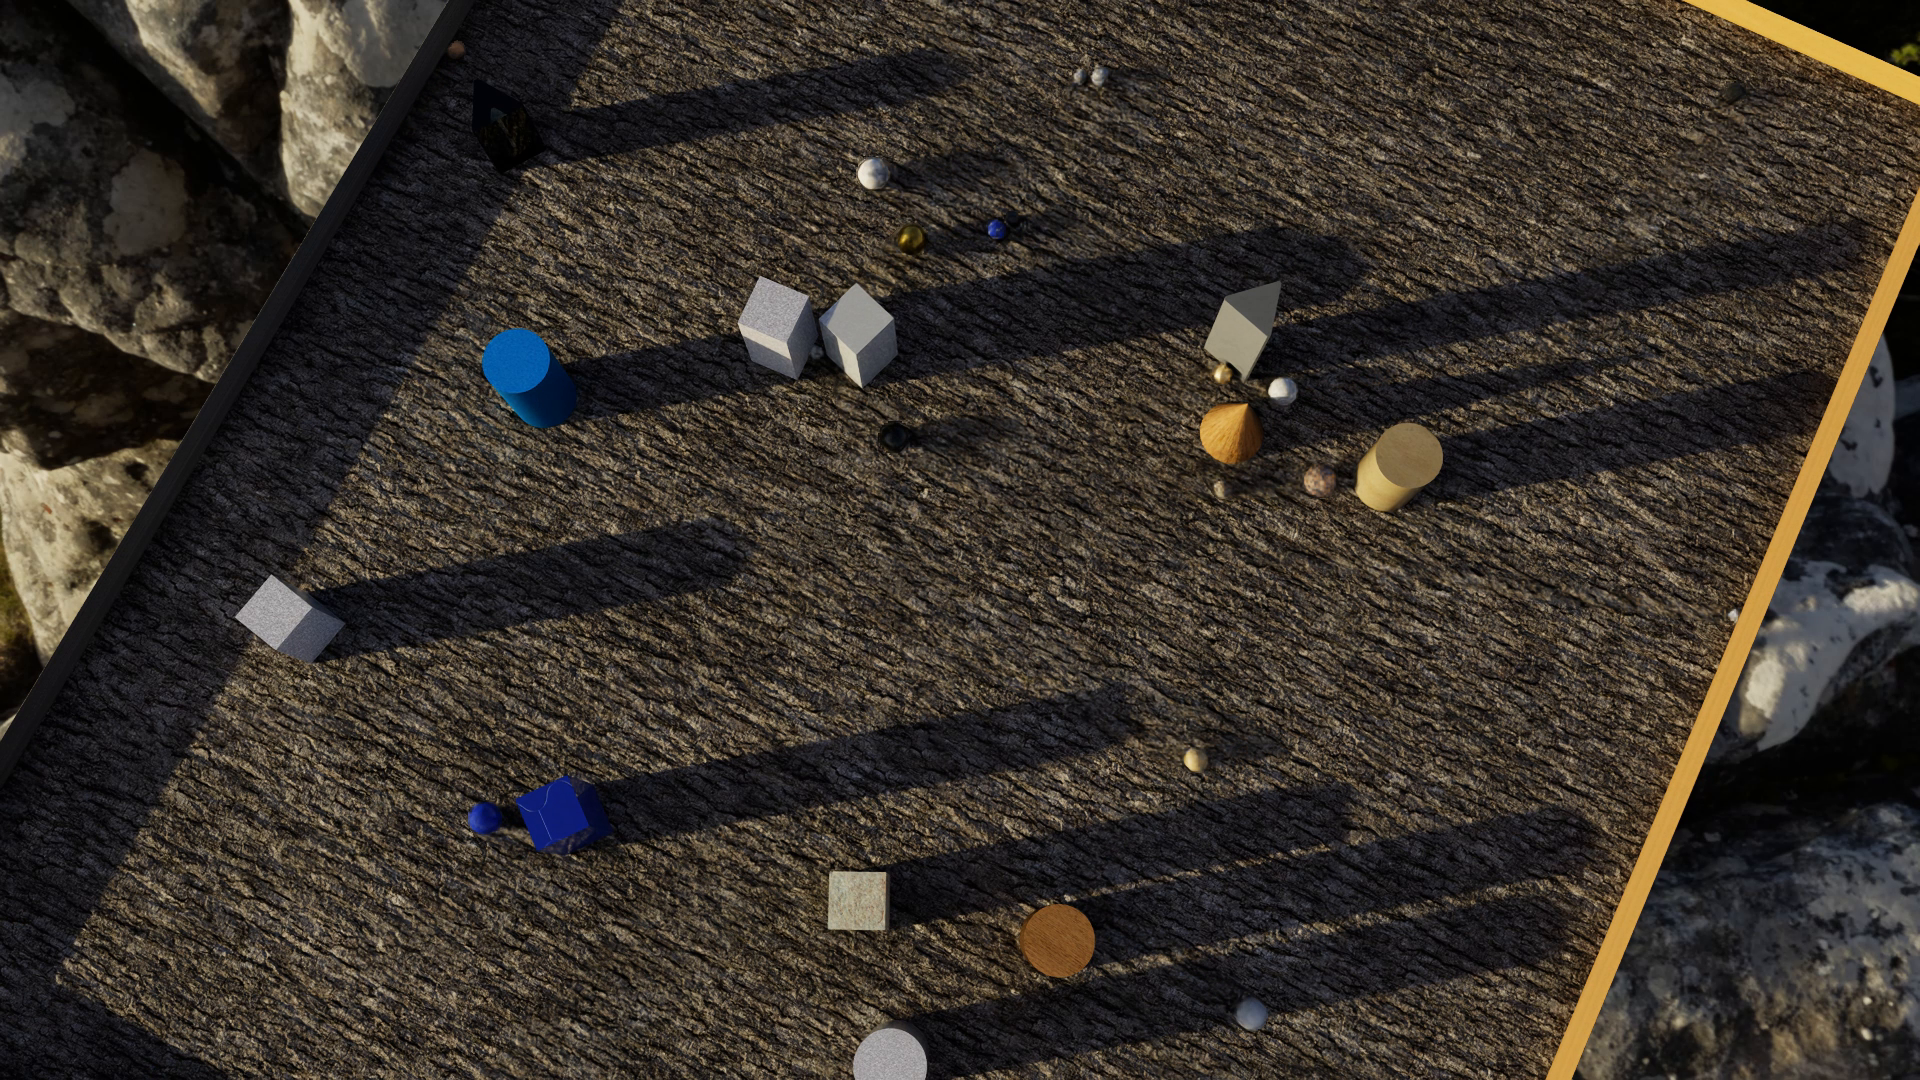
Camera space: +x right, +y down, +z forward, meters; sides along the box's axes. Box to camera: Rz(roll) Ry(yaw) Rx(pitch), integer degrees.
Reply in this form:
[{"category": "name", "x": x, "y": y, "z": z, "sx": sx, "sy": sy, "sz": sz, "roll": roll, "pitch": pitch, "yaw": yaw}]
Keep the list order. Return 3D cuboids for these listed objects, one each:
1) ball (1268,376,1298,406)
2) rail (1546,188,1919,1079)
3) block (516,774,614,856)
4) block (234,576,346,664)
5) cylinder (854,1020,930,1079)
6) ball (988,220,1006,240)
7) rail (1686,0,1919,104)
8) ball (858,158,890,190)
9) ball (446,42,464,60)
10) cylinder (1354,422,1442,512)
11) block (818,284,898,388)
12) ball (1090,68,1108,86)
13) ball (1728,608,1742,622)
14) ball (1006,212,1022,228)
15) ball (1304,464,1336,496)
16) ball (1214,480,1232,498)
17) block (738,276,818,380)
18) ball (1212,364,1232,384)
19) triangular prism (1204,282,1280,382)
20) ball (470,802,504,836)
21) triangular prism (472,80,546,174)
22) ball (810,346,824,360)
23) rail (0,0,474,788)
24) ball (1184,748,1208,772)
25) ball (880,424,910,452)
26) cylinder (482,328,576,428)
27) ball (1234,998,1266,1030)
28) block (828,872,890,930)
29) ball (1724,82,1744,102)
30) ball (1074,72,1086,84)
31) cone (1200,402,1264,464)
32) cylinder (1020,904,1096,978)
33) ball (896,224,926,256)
[{"category": "ball", "x": 0.999, "y": -0.461, "z": 5.667, "sx": 0.088, "sy": 0.088, "sz": 0.088, "roll": 0, "pitch": 78, "yaw": 0}, {"category": "rail", "x": 1.985, "y": 0.979, "z": 5.348, "sx": 0.045, "sy": 0.128, "sz": 5.375, "roll": 26, "pitch": 80, "yaw": 5}, {"category": "block", "x": -1.132, "y": 0.794, "z": 5.264, "sx": 0.157, "sy": 0.368, "sz": 0.157, "roll": -25, "pitch": 79, "yaw": -5}, {"category": "block", "x": -1.976, "y": 0.237, "z": 5.418, "sx": 0.157, "sy": 0.292, "sz": 0.157, "roll": 37, "pitch": 81, "yaw": 7}, {"category": "cylinder", "x": -0.186, "y": 1.446, "z": 5.095, "sx": 0.197, "sy": 0.436, "sz": 0.197, "roll": 0, "pitch": 78, "yaw": 0}, {"category": "ball", "x": 0.117, "y": -0.980, "z": 5.788, "sx": 0.061, "sy": 0.061, "sz": 0.061, "roll": 0, "pitch": 78, "yaw": 0}, {"category": "rail", "x": 1.191, "y": -2.326, "z": 6.032, "sx": 4.485, "sy": 0.128, "sz": 0.045, "roll": 26, "pitch": 80, "yaw": 5}, {"category": "ball", "x": -0.273, "y": -1.159, "z": 5.806, "sx": 0.098, "sy": 0.098, "sz": 0.098, "roll": 0, "pitch": 78, "yaw": 0}, {"category": "ball", "x": -1.630, "y": -1.580, "z": 5.916, "sx": 0.055, "sy": 0.055, "sz": 0.055, "roll": 0, "pitch": 78, "yaw": 0}, {"category": "cylinder", "x": 1.311, "y": -0.215, "z": 5.502, "sx": 0.197, "sy": 0.312, "sz": 0.197, "roll": 0, "pitch": 78, "yaw": 0}, {"category": "block", "x": -0.306, "y": -0.616, "z": 5.565, "sx": 0.157, "sy": 0.350, "sz": 0.157, "roll": 44, "pitch": 82, "yaw": 8}, {"category": "ball", "x": 0.450, "y": -1.489, "z": 5.895, "sx": 0.058, "sy": 0.058, "sz": 0.058, "roll": 0, "pitch": 78, "yaw": 0}, {"category": "ball", "x": 2.350, "y": 0.229, "z": 5.548, "sx": 0.042, "sy": 0.042, "sz": 0.042, "roll": 0, "pitch": 78, "yaw": 0}, {"category": "ball", "x": 0.170, "y": -1.014, "z": 5.802, "sx": 0.047, "sy": 0.047, "sz": 0.047, "roll": 0, "pitch": 78, "yaw": 0}, {"category": "ball", "x": 1.103, "y": -0.181, "z": 5.604, "sx": 0.098, "sy": 0.098, "sz": 0.098, "roll": 0, "pitch": 78, "yaw": 0}, {"category": "ball", "x": 0.807, "y": -0.159, "z": 5.621, "sx": 0.055, "sy": 0.055, "sz": 0.055, "roll": 0, "pitch": 78, "yaw": 0}, {"category": "block", "x": -0.548, "y": -0.638, "z": 5.558, "sx": 0.157, "sy": 0.374, "sz": 0.157, "roll": 23, "pitch": 79, "yaw": 5}, {"category": "ball", "x": 0.816, "y": -0.517, "z": 5.693, "sx": 0.060, "sy": 0.060, "sz": 0.060, "roll": 0, "pitch": 78, "yaw": 0}, {"category": "triangular prism", "x": 0.878, "y": -0.649, "z": 5.519, "sx": 0.170, "sy": 0.455, "sz": 0.148, "roll": 43, "pitch": 81, "yaw": 8}, {"category": "ball", "x": -1.395, "y": 0.821, "z": 5.398, "sx": 0.096, "sy": 0.096, "sz": 0.096, "roll": 0, "pitch": 78, "yaw": 0}, {"category": "triangular prism", "x": -1.437, "y": -1.308, "z": 5.723, "sx": 0.170, "sy": 0.322, "sz": 0.148, "roll": -30, "pitch": 80, "yaw": -6}, {"category": "ball", "x": -0.447, "y": -0.585, "z": 5.715, "sx": 0.043, "sy": 0.043, "sz": 0.043, "roll": 0, "pitch": 78, "yaw": 0}, {"category": "rail", "x": -1.985, "y": -0.965, "z": 5.750, "sx": 0.045, "sy": 0.128, "sz": 5.375, "roll": 26, "pitch": 80, "yaw": 5}, {"category": "ball", "x": 0.702, "y": 0.654, "z": 5.445, "sx": 0.071, "sy": 0.071, "sz": 0.071, "roll": 0, "pitch": 78, "yaw": 0}, {"category": "ball", "x": -0.199, "y": -0.315, "z": 5.636, "sx": 0.090, "sy": 0.090, "sz": 0.090, "roll": 0, "pitch": 78, "yaw": 0}, {"category": "cylinder", "x": -1.292, "y": -0.483, "z": 5.521, "sx": 0.197, "sy": 0.383, "sz": 0.197, "roll": 0, "pitch": 78, "yaw": 0}, {"category": "ball", "x": 0.838, "y": 1.366, "z": 5.288, "sx": 0.090, "sy": 0.090, "sz": 0.090, "roll": 0, "pitch": 78, "yaw": 0}, {"category": "block", "x": -0.285, "y": 1.033, "z": 5.240, "sx": 0.157, "sy": 0.319, "sz": 0.157, "roll": 1, "pitch": 78, "yaw": 0}, {"category": "ball", "x": 2.483, "y": -1.436, "z": 5.882, "sx": 0.063, "sy": 0.063, "sz": 0.063, "roll": 0, "pitch": 78, "yaw": 0}, {"category": "ball", "x": 0.386, "y": -1.489, "z": 5.903, "sx": 0.042, "sy": 0.042, "sz": 0.042, "roll": 0, "pitch": 78, "yaw": 0}, {"category": "cone", "x": 0.843, "y": -0.366, "z": 5.524, "sx": 0.197, "sy": 0.330, "sz": 0.197, "roll": 0, "pitch": 78, "yaw": 0}, {"category": "cylinder", "x": 0.273, "y": 1.135, "z": 5.202, "sx": 0.197, "sy": 0.352, "sz": 0.197, "roll": 0, "pitch": 78, "yaw": 0}, {"category": "ball", "x": -0.152, "y": -0.944, "z": 5.764, "sx": 0.094, "sy": 0.094, "sz": 0.094, "roll": 0, "pitch": 78, "yaw": 0}]
